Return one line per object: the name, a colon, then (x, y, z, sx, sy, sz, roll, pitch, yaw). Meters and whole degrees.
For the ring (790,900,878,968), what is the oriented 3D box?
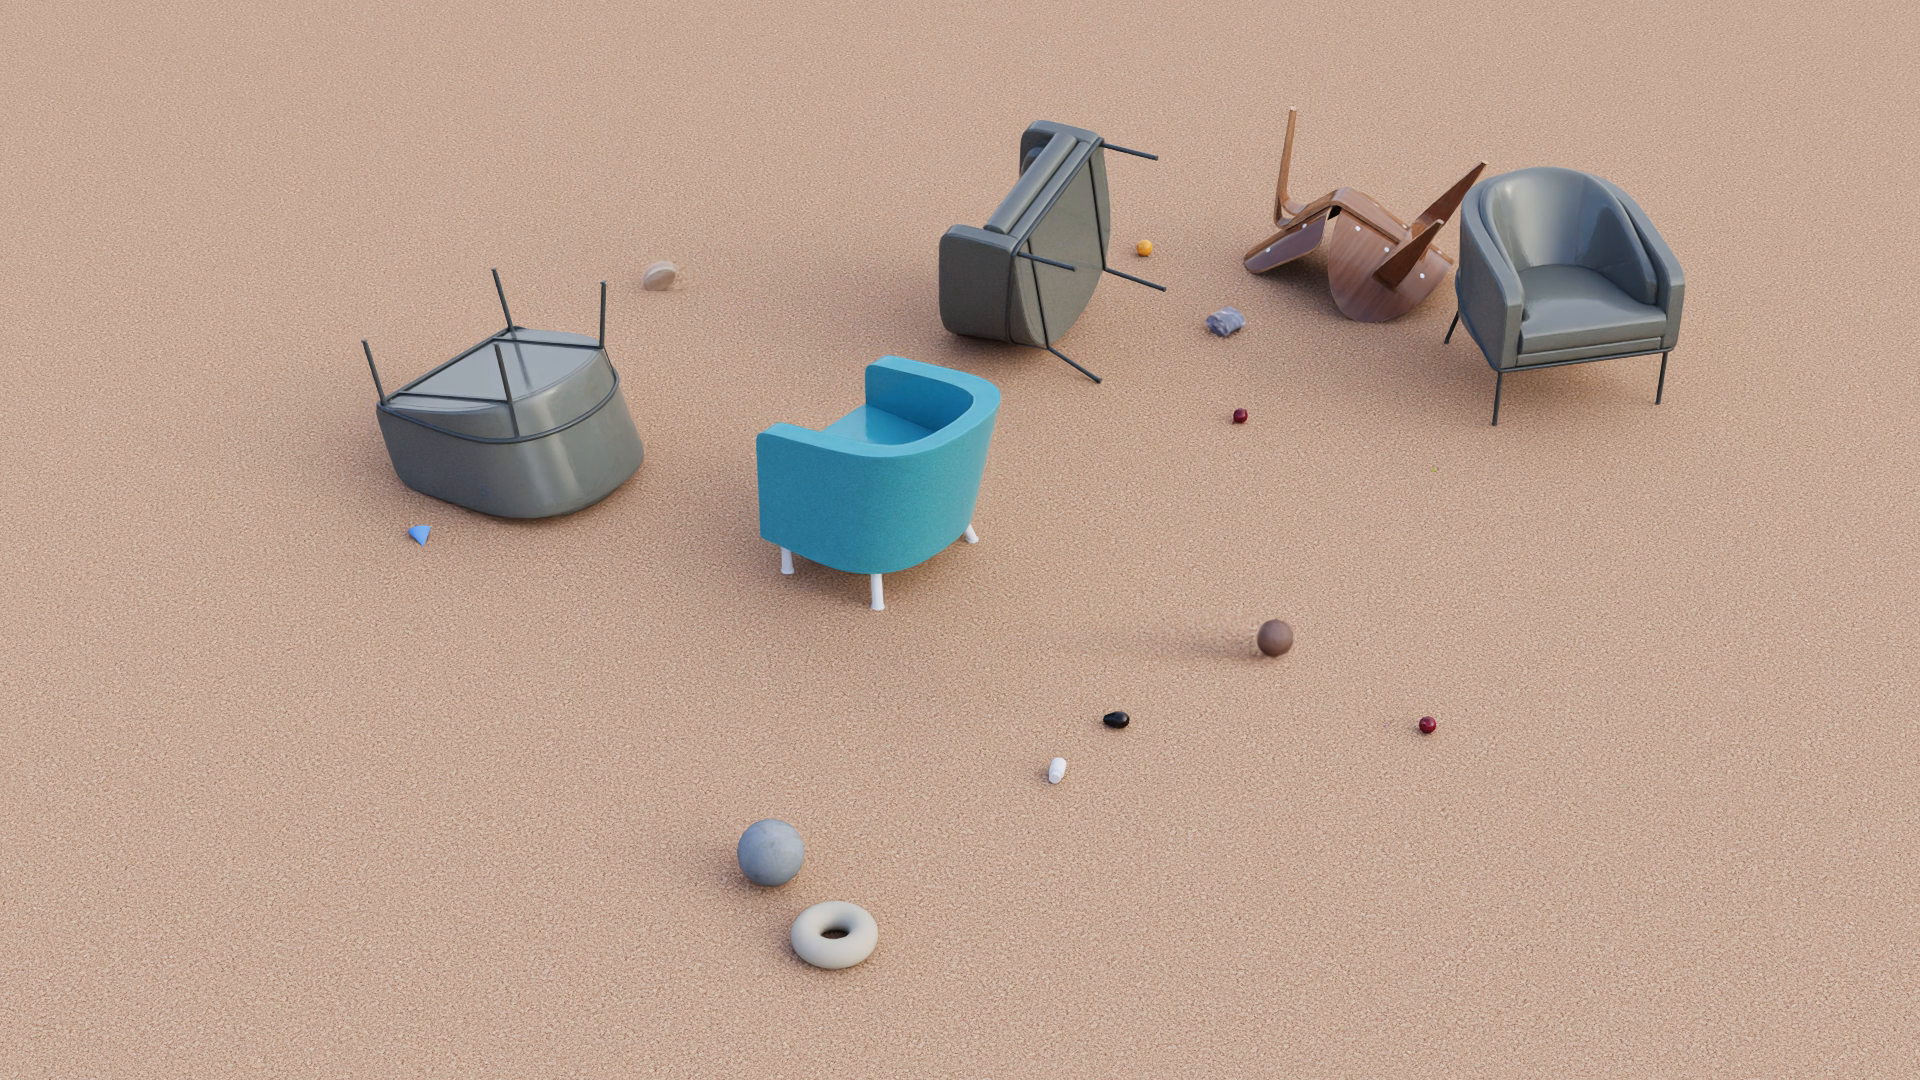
ring: (-0.386, 1.214, 9.020, 0.272, 0.092, 0.264, 15, 37, 22)

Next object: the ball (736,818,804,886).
ball: (-0.597, 0.987, 9.253, 0.213, 0.213, 0.213, 0, 33, 0)

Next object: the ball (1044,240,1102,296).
ball: (0.481, -1.155, 12.480, 0.239, 0.239, 0.239, 0, 33, 0)

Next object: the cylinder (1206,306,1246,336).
cylinder: (1.111, -0.914, 12.257, 0.121, 0.080, 0.111, 35, 46, 30)

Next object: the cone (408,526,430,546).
cone: (-2.008, -0.006, 10.932, 0.085, 0.049, 0.086, -9, 50, -16)

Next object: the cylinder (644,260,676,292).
cylinder: (-1.287, -1.133, 12.571, 0.146, 0.086, 0.081, -26, 32, 11)
